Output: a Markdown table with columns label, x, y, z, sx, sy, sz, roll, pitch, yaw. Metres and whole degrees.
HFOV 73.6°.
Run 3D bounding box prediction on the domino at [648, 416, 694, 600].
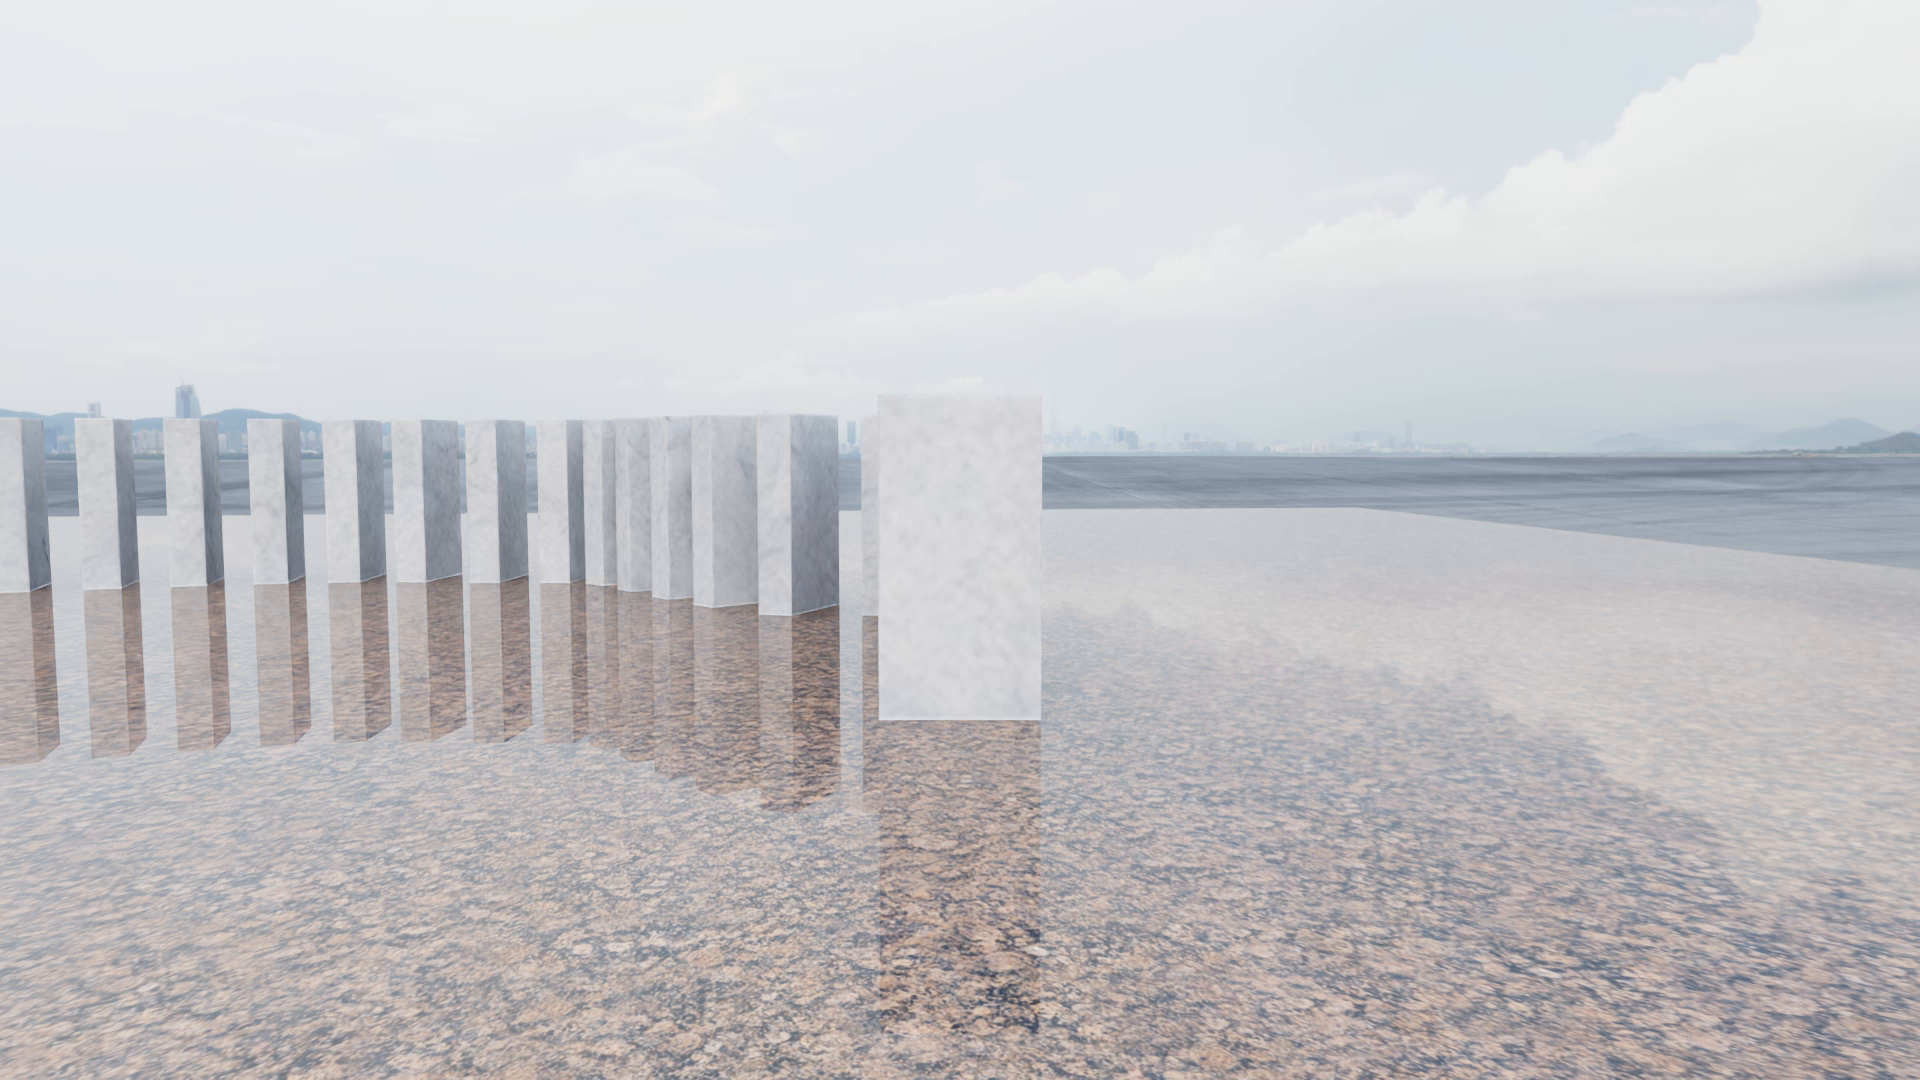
| label | x | y | z | sx | sy | sz | roll | pitch | yaw |
| --- | --- | --- | --- | --- | --- | --- | --- | --- | --- |
| domino | -0.073 | -0.009 | 0.360 | 0.025 | 0.050 | 0.010 | -4 | 6 | -42 |

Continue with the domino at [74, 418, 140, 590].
| label | x | y | z | sx | sy | sz | roll | pitch | yaw |
| --- | --- | --- | --- | --- | --- | --- | --- | --- | --- |
| domino | -0.256 | -0.011 | 0.385 | 0.010 | 0.050 | 0.025 | -2 | 5 | -22 |

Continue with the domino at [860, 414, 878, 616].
| label | x | y | z | sx | sy | sz | roll | pitch | yaw |
| --- | --- | --- | --- | --- | --- | --- | --- | --- | --- |
| domino | -0.019 | -0.007 | 0.329 | 0.009 | 0.050 | 0.025 | 0 | 4 | 4 |

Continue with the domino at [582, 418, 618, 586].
| label | x | y | z | sx | sy | sz | roll | pitch | yaw |
| --- | --- | --- | --- | --- | --- | --- | --- | --- | --- |
| domino | -0.102 | -0.012 | 0.395 | 0.010 | 0.050 | 0.025 | 4 | 6 | 41 |

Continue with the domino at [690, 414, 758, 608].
| label | x | y | z | sx | sy | sz | roll | pitch | yaw |
| --- | --- | --- | --- | --- | --- | --- | --- | --- | --- |
| domino | -0.058 | -0.008 | 0.343 | 0.025 | 0.050 | 0.010 | -4 | 6 | -43 |

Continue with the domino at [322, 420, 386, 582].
| label | x | y | z | sx | sy | sz | roll | pitch | yaw |
| --- | --- | --- | --- | --- | --- | --- | --- | --- | --- |
| domino | -0.191 | -0.013 | 0.405 | 0.010 | 0.050 | 0.025 | -1 | 4 | -7 |

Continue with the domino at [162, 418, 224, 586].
| label | x | y | z | sx | sy | sz | roll | pitch | yaw |
| --- | --- | --- | --- | --- | --- | --- | --- | --- | --- |
| domino | -0.235 | -0.012 | 0.393 | 0.009 | 0.050 | 0.025 | -1 | 5 | -19 |

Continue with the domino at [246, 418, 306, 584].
| label | x | y | z | sx | sy | sz | roll | pitch | yaw |
| --- | --- | --- | --- | --- | --- | --- | --- | --- | --- |
| domino | -0.213 | -0.012 | 0.400 | 0.009 | 0.050 | 0.025 | -1 | 4 | -16 |

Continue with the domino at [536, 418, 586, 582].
| label | x | y | z | sx | sy | sz | roll | pitch | yaw |
| --- | --- | --- | --- | --- | --- | --- | --- | --- | --- |
| domino | -0.123 | -0.013 | 0.404 | 0.010 | 0.050 | 0.025 | 0 | 4 | 6 |

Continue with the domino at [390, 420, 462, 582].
| label | x | y | z | sx | sy | sz | roll | pitch | yaw |
| --- | --- | --- | --- | --- | --- | --- | --- | --- | --- |
| domino | -0.168 | -0.013 | 0.406 | 0.010 | 0.050 | 0.025 | 0 | 4 | 3 |

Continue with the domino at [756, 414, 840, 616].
| label | x | y | z | sx | sy | sz | roll | pitch | yaw |
| --- | --- | --- | --- | --- | --- | --- | --- | --- | --- |
| domino | -0.041 | -0.007 | 0.329 | 0.010 | 0.050 | 0.025 | 2 | 5 | 23 |

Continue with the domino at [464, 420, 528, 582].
| label | x | y | z | sx | sy | sz | roll | pitch | yaw |
| --- | --- | --- | --- | --- | --- | --- | --- | --- | --- |
| domino | -0.146 | -0.013 | 0.404 | 0.009 | 0.050 | 0.025 | 0 | 4 | 1 |

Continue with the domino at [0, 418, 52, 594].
| label | x | y | z | sx | sy | sz | roll | pitch | yaw |
| --- | --- | --- | --- | --- | --- | --- | --- | --- | --- |
| domino | -0.277 | -0.011 | 0.377 | 0.010 | 0.050 | 0.025 | -2 | 5 | -23 |

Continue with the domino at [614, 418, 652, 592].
| label | x | y | z | sx | sy | sz | roll | pitch | yaw |
| --- | --- | --- | --- | --- | --- | --- | --- | --- | --- |
| domino | -0.088 | -0.011 | 0.378 | 0.025 | 0.050 | 0.009 | -3 | 5 | -36 |

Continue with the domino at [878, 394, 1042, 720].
| label | x | y | z | sx | sy | sz | roll | pitch | yaw |
| --- | --- | --- | --- | --- | --- | --- | --- | --- | --- |
| domino | 0.000 | 0.002 | 0.201 | 0.025 | 0.050 | 0.010 | 0 | 4 | 0 |
